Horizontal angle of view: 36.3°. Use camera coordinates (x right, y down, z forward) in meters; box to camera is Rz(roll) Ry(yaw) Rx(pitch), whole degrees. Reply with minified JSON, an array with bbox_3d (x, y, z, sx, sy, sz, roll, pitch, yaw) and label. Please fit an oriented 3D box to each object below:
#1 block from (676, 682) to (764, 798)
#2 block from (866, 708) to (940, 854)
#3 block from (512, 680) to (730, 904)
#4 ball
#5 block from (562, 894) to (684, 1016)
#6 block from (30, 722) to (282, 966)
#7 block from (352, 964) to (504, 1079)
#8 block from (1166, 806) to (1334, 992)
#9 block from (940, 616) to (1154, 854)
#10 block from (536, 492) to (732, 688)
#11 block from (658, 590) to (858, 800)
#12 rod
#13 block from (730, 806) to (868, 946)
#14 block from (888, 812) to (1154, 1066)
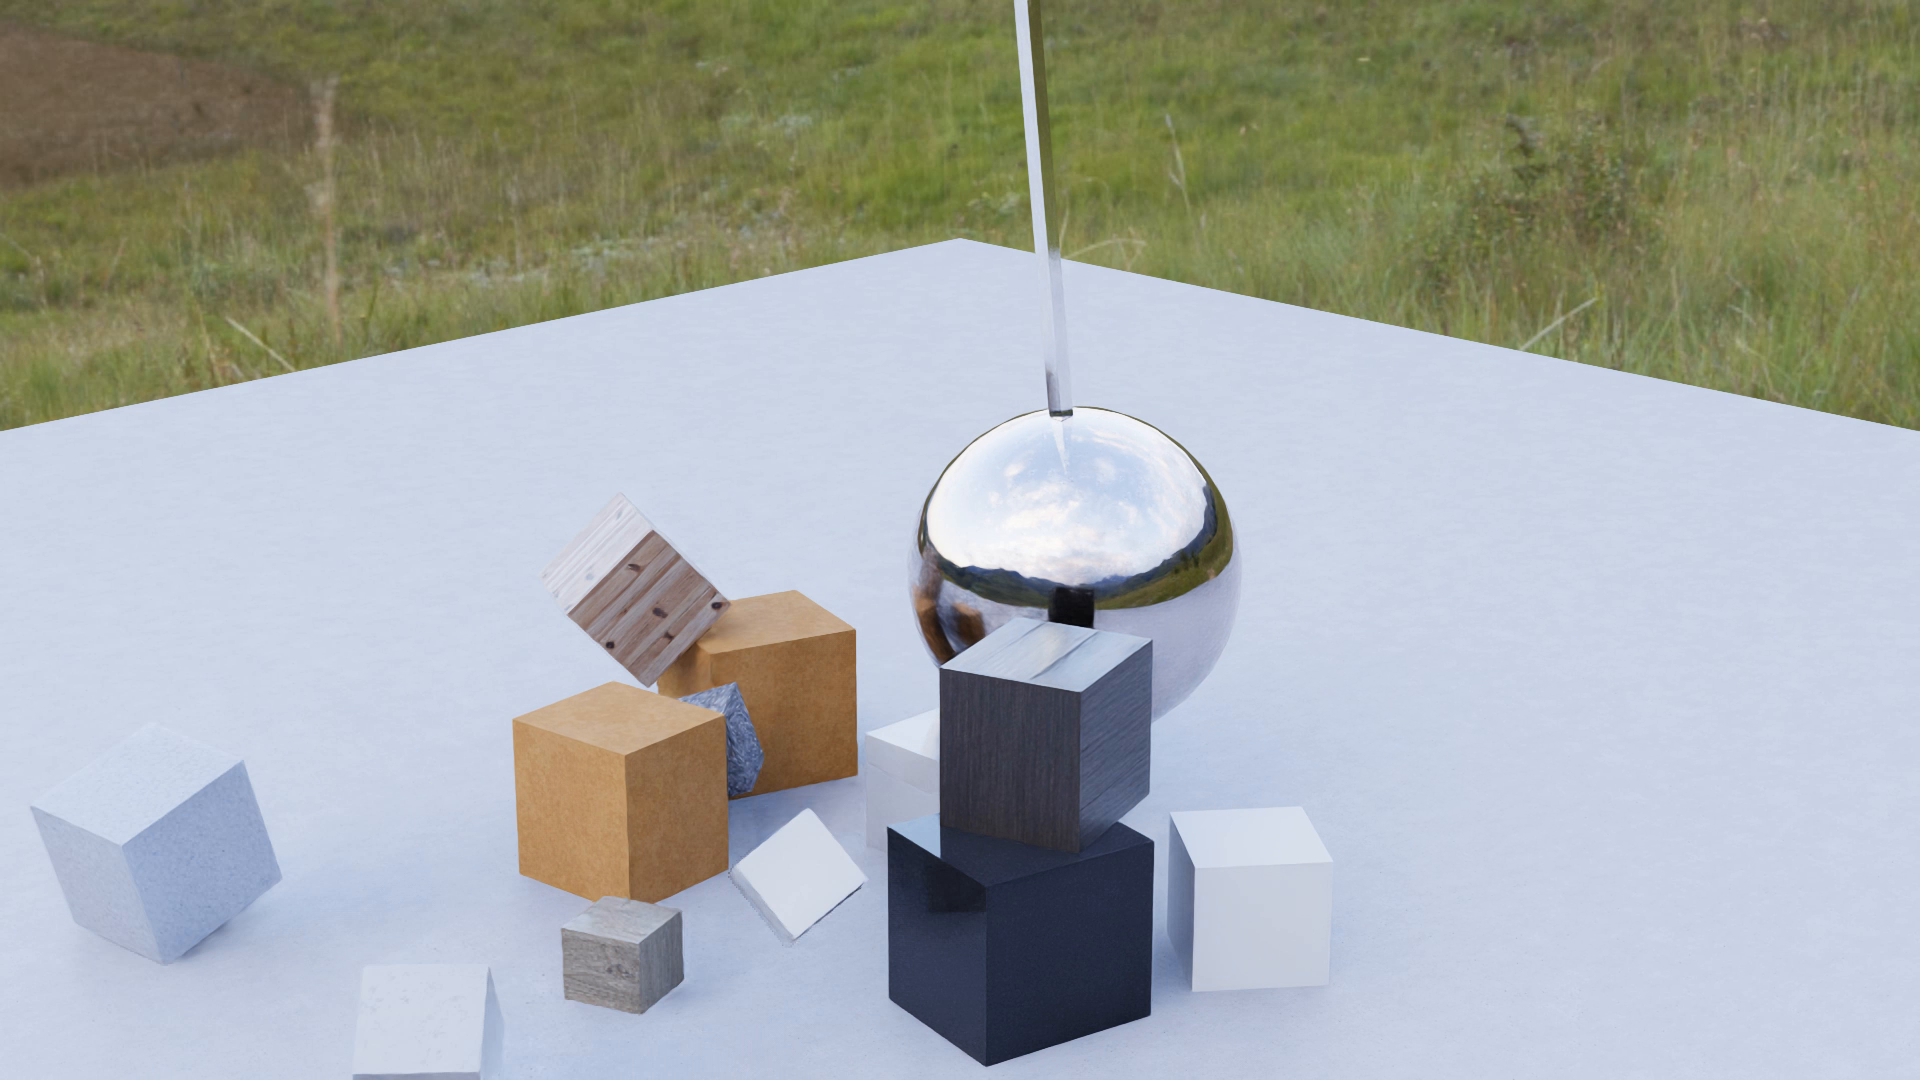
[{"bbox_3d":[-1.221,0.983,13.903,0.426,0.409,0.393,-16,17,11],"label":"block"},{"bbox_3d":[-0.049,1.165,13.706,0.561,0.559,0.546,-16,24,-42],"label":"block"},{"bbox_3d":[-1.543,1.162,13.375,0.713,0.762,0.643,13,22,37],"label":"block"},{"bbox_3d":[0.545,0.160,13.963,1.600,1.600,1.600,0,17,0],"label":"ball"},{"bbox_3d":[-1.411,1.735,12.282,0.368,0.325,0.362,8,19,23],"label":"block"},{"bbox_3d":[-3.490,1.315,12.764,0.635,0.655,0.671,16,39,35],"label":"block"},{"bbox_3d":[-2.005,1.925,11.098,0.468,0.498,0.449,-1,53,-1],"label":"block"},{"bbox_3d":[1.231,1.528,12.540,0.583,0.564,0.602,-2,18,-6],"label":"block"},{"bbox_3d":[0.358,0.791,12.073,0.627,0.691,0.711,9,19,26],"label":"block"},{"bbox_3d":[-1.588,0.240,14.270,0.576,0.587,0.562,-45,30,-2],"label":"block"},{"bbox_3d":[-1.015,0.768,14.617,0.775,0.771,0.698,-9,20,-27],"label":"block"},{"bbox_3d":[0.236,-2.964,12.658,0.080,5.200,0.080,17,31,42],"label":"rod"},{"bbox_3d":[-0.661,1.381,12.002,0.381,0.380,0.328,-38,-6,-15],"label":"block"},{"bbox_3d":[0.245,1.567,12.056,0.820,0.781,0.727,-11,21,-32],"label":"block"}]
